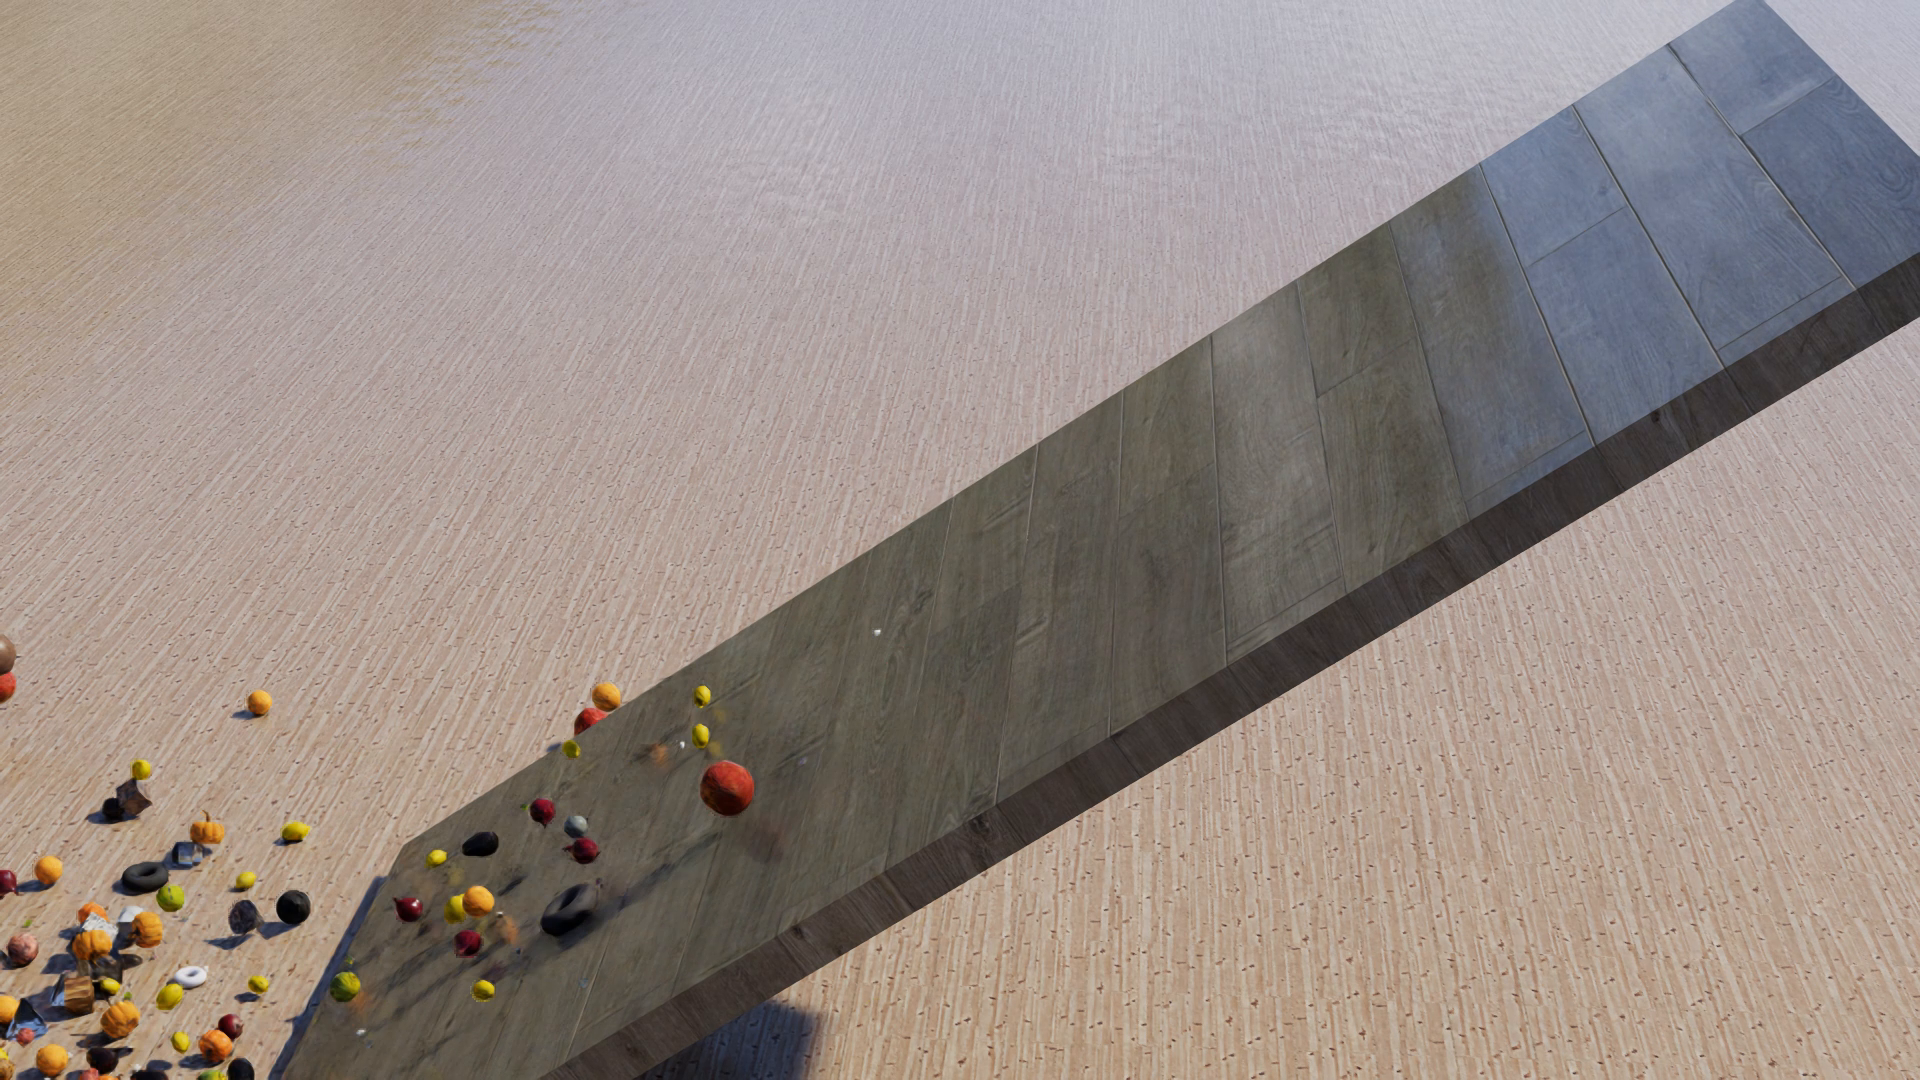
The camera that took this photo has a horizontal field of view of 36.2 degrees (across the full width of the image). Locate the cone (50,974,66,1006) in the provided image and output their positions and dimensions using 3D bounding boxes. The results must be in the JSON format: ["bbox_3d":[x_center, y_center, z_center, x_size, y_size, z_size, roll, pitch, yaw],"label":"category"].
[{"bbox_3d":[-2.176,1.082,7.140,0.073,0.073,0.073,0,21,0],"label":"cone"}]

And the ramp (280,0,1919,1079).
[{"bbox_3d":[0.136,0.173,6.305,4.000,0.100,2.000,-32,16,15],"label":"ramp"}]

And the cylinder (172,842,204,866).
[{"bbox_3d":[-2.050,0.832,7.805,0.059,0.059,0.059,5,22,13],"label":"cylinder"}]

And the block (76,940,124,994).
[{"bbox_3d":[-2.106,1.045,7.203,0.082,0.082,0.082,-15,36,-37],"label":"block"}]

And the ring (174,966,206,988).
[{"bbox_3d":[-1.892,1.074,7.227,0.079,0.026,0.079,1,21,0],"label":"ring"}]

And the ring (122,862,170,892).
[{"bbox_3d":[-2.133,0.882,7.702,0.122,0.041,0.122,1,21,0],"label":"ring"}]

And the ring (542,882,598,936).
[{"bbox_3d":[-0.838,0.792,6.314,0.142,0.047,0.142,-33,17,11],"label":"ring"}]

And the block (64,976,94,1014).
[{"bbox_3d":[-2.122,1.096,7.088,0.062,0.062,0.062,-6,47,-9],"label":"block"}]

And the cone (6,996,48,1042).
[{"bbox_3d":[-2.223,1.127,6.991,0.098,0.098,0.098,0,21,0],"label":"cone"}]

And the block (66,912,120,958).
[{"bbox_3d":[-2.156,0.993,7.308,0.083,0.083,0.083,36,18,-12],"label":"block"}]

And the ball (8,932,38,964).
[{"bbox_3d":[-2.329,1.014,7.312,0.075,0.075,0.075,0,21,0],"label":"ball"}]

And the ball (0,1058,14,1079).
[{"bbox_3d":[-2.211,1.224,6.786,0.056,0.056,0.056,0,21,0],"label":"ball"}]

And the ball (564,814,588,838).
[{"bbox_3d":[-0.887,0.661,6.794,0.054,0.054,0.054,0,21,0],"label":"ball"}]

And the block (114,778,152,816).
[{"bbox_3d":[-2.265,0.704,8.061,0.064,0.064,0.064,-35,47,1],"label":"block"}]

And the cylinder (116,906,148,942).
[{"bbox_3d":[-2.089,0.967,7.408,0.066,0.066,0.066,1,29,1],"label":"cylinder"}]

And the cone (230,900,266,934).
[{"bbox_3d":[-1.781,0.960,7.423,0.088,0.088,0.088,14,-10,32],"label":"cone"}]

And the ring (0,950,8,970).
[{"bbox_3d":[-2.389,1.034,7.252,0.078,0.078,0.026,0,35,0],"label":"ring"}]

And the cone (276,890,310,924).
[{"bbox_3d":[-1.682,0.927,7.452,0.087,0.087,0.087,-9,-8,-22],"label":"cone"}]
